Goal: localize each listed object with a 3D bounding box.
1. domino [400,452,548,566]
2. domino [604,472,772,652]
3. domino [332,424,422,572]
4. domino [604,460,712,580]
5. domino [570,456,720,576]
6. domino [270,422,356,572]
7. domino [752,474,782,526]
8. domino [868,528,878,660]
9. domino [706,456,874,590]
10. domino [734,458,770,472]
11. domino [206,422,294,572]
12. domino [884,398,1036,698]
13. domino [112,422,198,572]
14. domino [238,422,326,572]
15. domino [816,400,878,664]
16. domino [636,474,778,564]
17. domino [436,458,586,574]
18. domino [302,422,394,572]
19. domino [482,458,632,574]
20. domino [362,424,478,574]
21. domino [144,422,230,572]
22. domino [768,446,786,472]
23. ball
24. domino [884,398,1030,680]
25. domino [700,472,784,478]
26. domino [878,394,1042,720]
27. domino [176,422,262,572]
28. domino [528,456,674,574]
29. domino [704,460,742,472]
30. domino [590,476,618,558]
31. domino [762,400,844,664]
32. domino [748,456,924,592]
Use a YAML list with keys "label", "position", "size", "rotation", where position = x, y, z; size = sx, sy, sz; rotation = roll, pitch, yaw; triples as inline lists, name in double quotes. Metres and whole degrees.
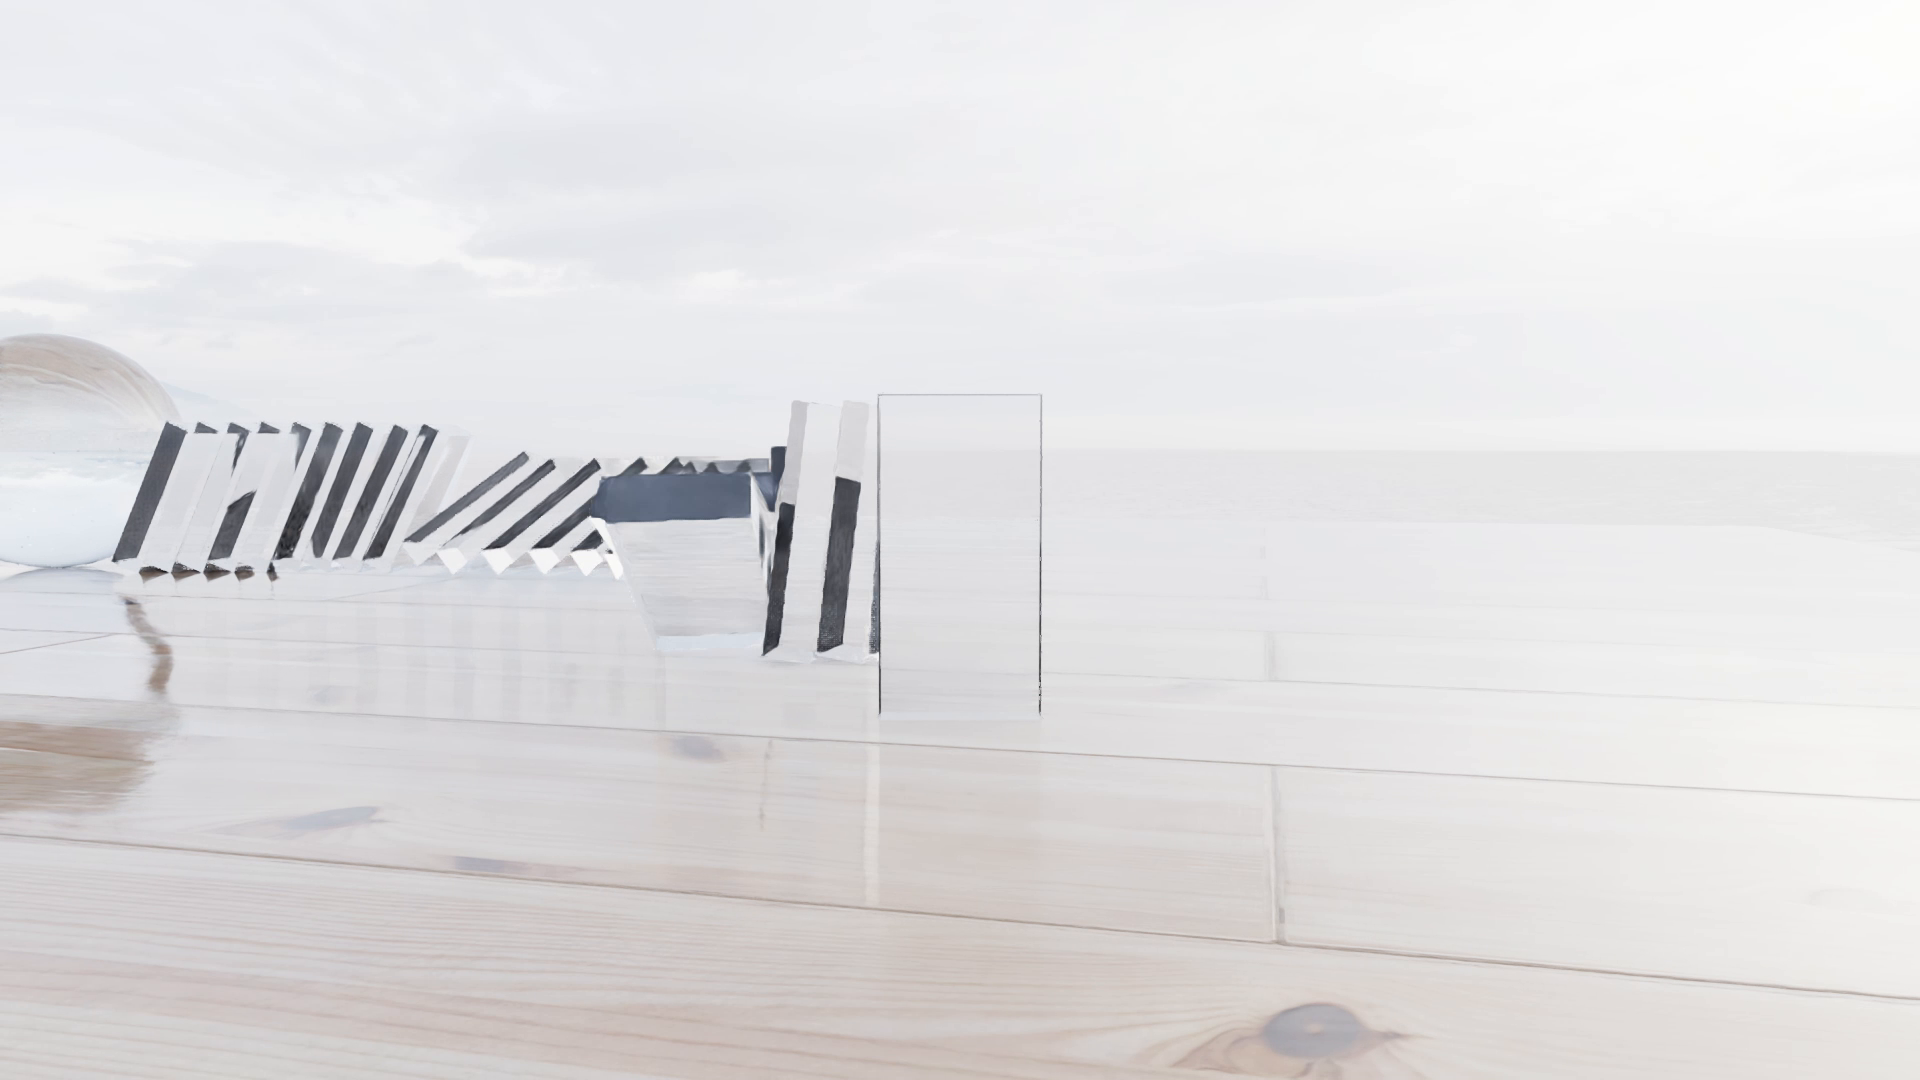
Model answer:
- label: "domino"
  position: [-0.161, -0.010, 0.433]
  size: [0.050, 0.009, 0.025]
  rotation: [-37, 0, -2]
- label: "domino"
  position: [-0.050, 0.005, 0.245]
  size: [0.025, 0.009, 0.050]
  rotation: [-2, -31, -3]
- label: "domino"
  position: [-0.192, -0.015, 0.434]
  size: [0.009, 0.050, 0.025]
  rotation: [26, 3, -3]
- label: "domino"
  position: [-0.086, -0.006, 0.399]
  size: [0.050, 0.009, 0.025]
  rotation: [-41, -20, 31]
- label: "domino"
  position: [-0.099, -0.008, 0.413]
  size: [0.050, 0.009, 0.025]
  rotation: [-38, -10, 17]
- label: "domino"
  position: [-0.214, -0.015, 0.436]
  size: [0.009, 0.050, 0.025]
  rotation: [23, 3, -3]
- label: "domino"
  position: [-0.049, 0.002, 0.298]
  size: [0.025, 0.009, 0.050]
  rotation: [1, -30, 8]
- label: "domino"
  position: [-0.003, -0.001, 0.247]
  size: [0.025, 0.050, 0.010]
  rotation: [-2, 14, -29]
- label: "domino"
  position: [-0.049, -0.005, 0.365]
  size: [0.025, 0.009, 0.050]
  rotation: [-3, -34, -46]
- label: "domino"
  position: [-0.063, -0.005, 0.374]
  size: [0.025, 0.009, 0.050]
  rotation: [-5, -32, -49]
- label: "domino"
  position: [-0.235, -0.015, 0.435]
  size: [0.009, 0.050, 0.025]
  rotation: [23, 3, -3]
- label: "domino"
  position: [0.000, 0.001, 0.218]
  size: [0.025, 0.050, 0.009]
  rotation: [0, 4, -2]
- label: "domino"
  position: [-0.266, -0.015, 0.434]
  size: [0.009, 0.050, 0.025]
  rotation: [23, 3, -3]
- label: "domino"
  position: [-0.225, -0.015, 0.435]
  size: [0.009, 0.050, 0.025]
  rotation: [23, 3, -3]
- label: "domino"
  position: [-0.017, -0.002, 0.259]
  size: [0.009, 0.050, 0.025]
  rotation: [9, 6, 15]
- label: "domino"
  position: [-0.052, 0.003, 0.282]
  size: [0.025, 0.010, 0.050]
  rotation: [1, -30, 8]
- label: "domino"
  position: [-0.147, -0.008, 0.428]
  size: [0.050, 0.009, 0.025]
  rotation: [-37, 0, 7]
- label: "domino"
  position: [-0.204, -0.015, 0.435]
  size: [0.009, 0.050, 0.025]
  rotation: [23, 3, -3]
- label: "domino"
  position: [-0.131, -0.008, 0.424]
  size: [0.050, 0.009, 0.025]
  rotation: [-37, -3, 10]
- label: "domino"
  position: [-0.181, -0.014, 0.432]
  size: [0.009, 0.050, 0.025]
  rotation: [26, 4, -2]
- label: "domino"
  position: [-0.256, -0.015, 0.434]
  size: [0.010, 0.050, 0.025]
  rotation: [23, 3, -3]
- label: "domino"
  position: [-0.038, -0.003, 0.335]
  size: [0.025, 0.009, 0.050]
  rotation: [-1, -40, -12]
- label: "ball"
  position: [-0.310, -0.030, 0.438]
  size: [0.080, 0.080, 0.080]
  rotation: [0, 4, 0]
- label: "domino"
  position: [-0.001, 0.000, 0.232]
  size: [0.025, 0.050, 0.009]
  rotation: [-1, 10, -7]
- label: "domino"
  position: [-0.045, 0.001, 0.315]
  size: [0.025, 0.009, 0.050]
  rotation: [1, -30, 8]
- label: "domino"
  position: [0.000, 0.002, 0.201]
  size: [0.025, 0.050, 0.009]
  rotation: [0, 4, 0]
- label: "domino"
  position: [-0.245, -0.015, 0.435]
  size: [0.009, 0.050, 0.025]
  rotation: [23, 3, -3]
- label: "domino"
  position: [-0.114, -0.008, 0.420]
  size: [0.050, 0.009, 0.025]
  rotation: [-37, -5, 11]
- label: "domino"
  position: [-0.075, -0.005, 0.386]
  size: [0.025, 0.009, 0.050]
  rotation: [-5, -31, -49]
- label: "domino"
  position: [-0.055, 0.005, 0.265]
  size: [0.025, 0.009, 0.050]
  rotation: [1, -30, 8]
- label: "domino"
  position: [-0.029, -0.002, 0.258]
  size: [0.010, 0.050, 0.025]
  rotation: [8, 5, 4]
- label: "domino"
  position: [-0.035, -0.004, 0.357]
  size: [0.025, 0.009, 0.050]
  rotation: [-2, -34, -47]
